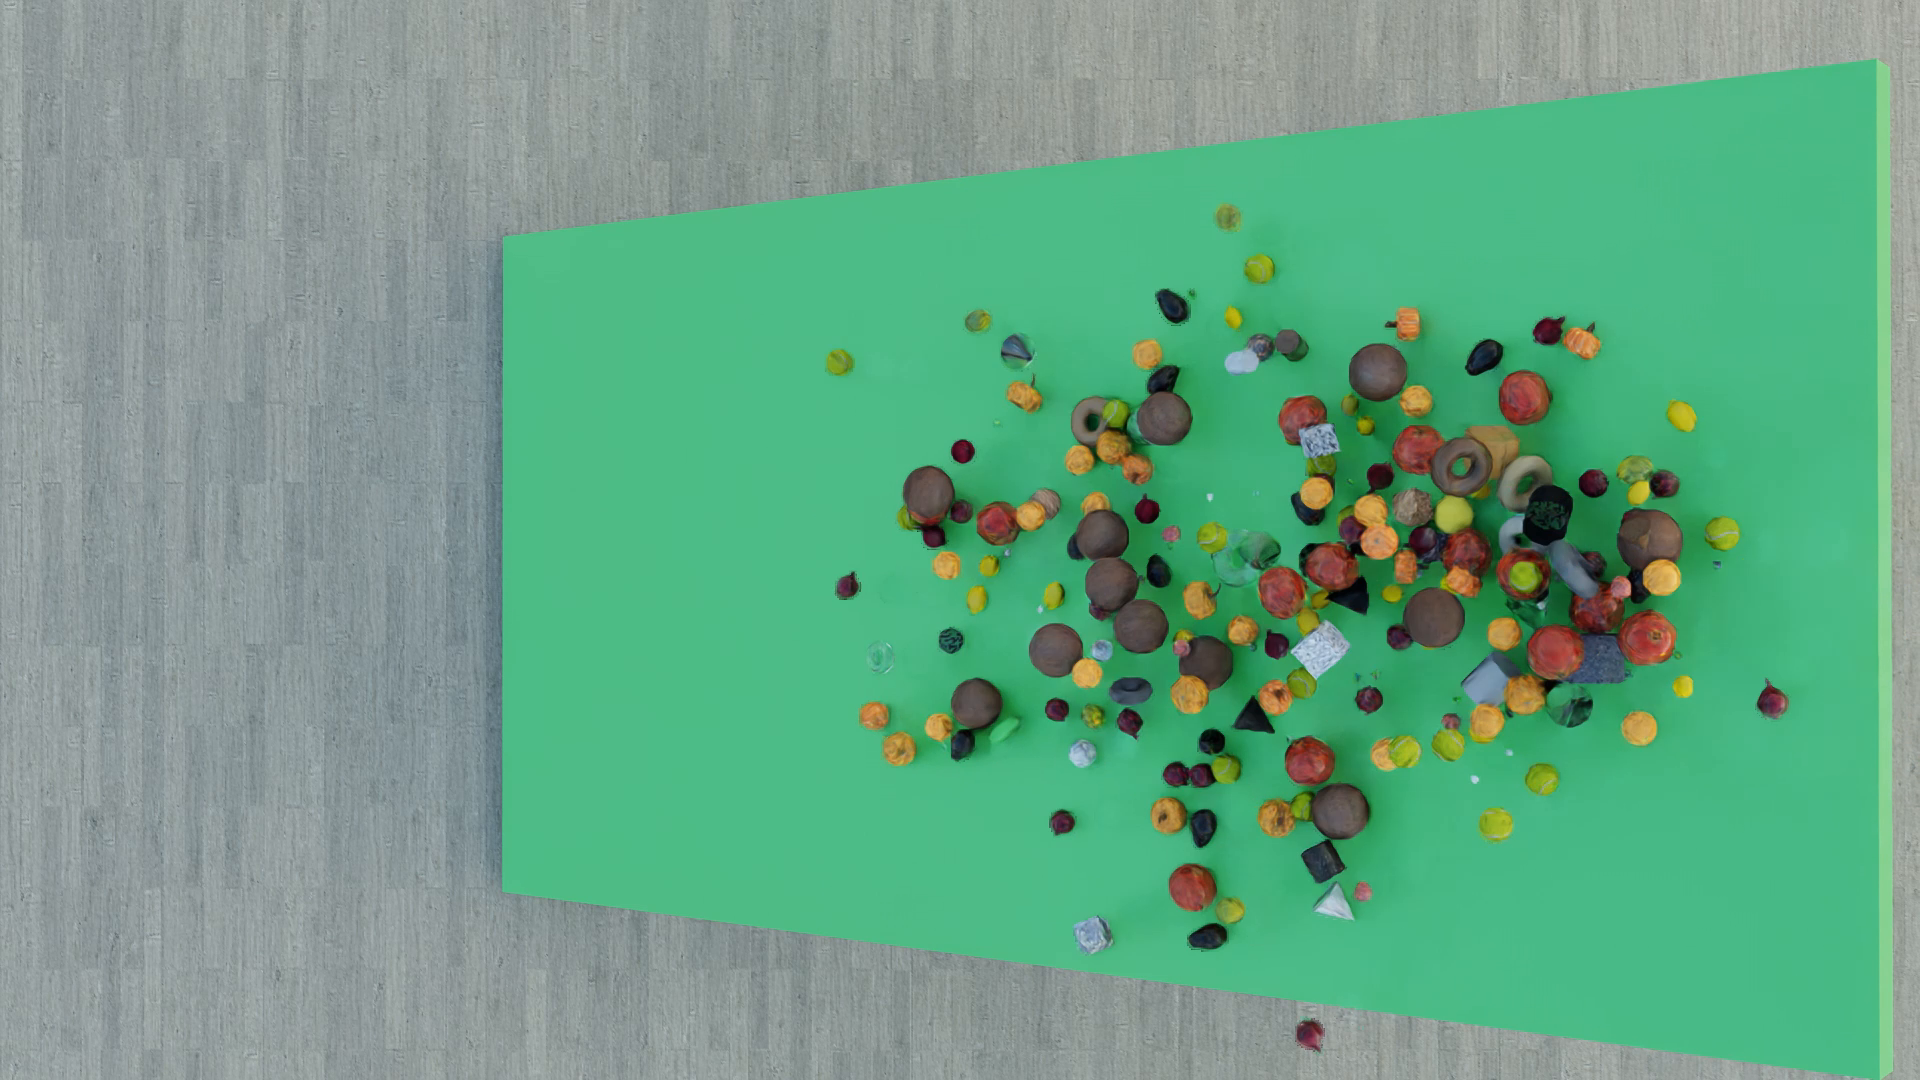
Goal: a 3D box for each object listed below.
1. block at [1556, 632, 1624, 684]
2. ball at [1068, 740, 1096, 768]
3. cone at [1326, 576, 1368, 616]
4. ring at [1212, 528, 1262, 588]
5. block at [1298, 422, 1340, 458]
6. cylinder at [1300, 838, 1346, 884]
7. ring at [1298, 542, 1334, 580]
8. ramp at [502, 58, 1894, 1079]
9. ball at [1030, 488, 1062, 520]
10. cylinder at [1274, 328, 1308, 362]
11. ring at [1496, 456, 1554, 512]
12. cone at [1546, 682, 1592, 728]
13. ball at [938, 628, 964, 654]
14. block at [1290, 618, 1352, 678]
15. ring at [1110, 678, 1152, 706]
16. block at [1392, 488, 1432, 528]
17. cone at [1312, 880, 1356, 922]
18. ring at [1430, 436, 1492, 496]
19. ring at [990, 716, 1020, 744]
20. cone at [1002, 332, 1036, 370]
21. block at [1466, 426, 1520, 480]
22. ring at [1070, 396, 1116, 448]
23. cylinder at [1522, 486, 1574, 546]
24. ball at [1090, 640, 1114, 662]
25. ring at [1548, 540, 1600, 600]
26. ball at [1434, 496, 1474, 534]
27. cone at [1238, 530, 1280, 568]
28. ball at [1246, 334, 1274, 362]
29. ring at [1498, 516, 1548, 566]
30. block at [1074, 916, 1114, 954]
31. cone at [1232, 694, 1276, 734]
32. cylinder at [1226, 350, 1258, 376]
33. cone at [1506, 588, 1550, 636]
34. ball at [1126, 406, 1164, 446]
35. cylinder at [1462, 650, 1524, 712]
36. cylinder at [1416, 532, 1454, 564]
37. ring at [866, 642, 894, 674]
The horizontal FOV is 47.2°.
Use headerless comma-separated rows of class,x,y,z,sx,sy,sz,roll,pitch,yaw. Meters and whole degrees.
block,1.318,0.247,4.595,0.100,0.100,0.100,0,90,44
ball,0.300,0.523,5.388,0.068,0.068,0.068,0,90,0
cone,0.859,0.127,4.923,0.090,0.090,0.090,-3,90,-2
ring,0.651,0.042,5.142,0.137,0.046,0.137,1,91,38
block,0.801,-0.222,4.904,0.064,0.064,0.064,-15,96,-6
cylinder,0.810,0.718,4.909,0.075,0.075,0.075,-29,84,0
ring,0.814,0.049,5.029,0.087,0.029,0.087,2,94,36
ramp,0.231,0.065,5.549,4.000,0.100,2.000,0,89,37
ball,0.210,-0.088,5.428,0.079,0.079,0.079,0,90,0
cylinder,0.760,-0.447,5.045,0.060,0.060,0.060,-8,72,27
ring,1.203,-0.119,4.681,0.130,0.043,0.130,-8,117,-17
cone,1.269,0.337,4.562,0.095,0.095,0.095,-2,80,9
ball,-0.024,0.258,5.638,0.065,0.065,0.065,0,90,0
block,0.786,0.236,4.782,0.081,0.081,0.081,49,120,4
ring,0.410,0.363,5.284,0.104,0.104,0.035,-6,115,0
block,0.983,-0.071,4.779,0.059,0.059,0.059,21,59,-38
cone,0.861,0.834,4.976,0.089,0.089,0.089,40,90,5
ring,1.059,-0.155,4.645,0.134,0.045,0.134,-3,112,-7
ring,0.113,0.475,5.511,0.094,0.094,0.031,-41,86,0
cone,0.163,-0.458,5.442,0.094,0.094,0.094,-7,110,-20
block,1.137,-0.188,4.714,0.087,0.087,0.087,-3,115,-8
ring,0.327,-0.290,5.391,0.127,0.042,0.127,-1,88,37
cylinder,1.230,-0.052,4.602,0.090,0.090,0.090,29,48,0
ball,0.347,0.270,5.363,0.056,0.056,0.056,0,90,0
ring,1.260,0.060,4.513,0.047,0.141,0.141,-39,90,21
ball,1.076,-0.055,4.795,0.087,0.087,0.087,0,90,0
cone,0.667,0.043,4.944,0.096,0.096,0.096,7,117,13
ball,0.695,-0.447,5.099,0.066,0.066,0.066,0,90,0
ring,1.207,0.001,4.711,0.113,0.038,0.113,16,120,31
block,0.325,0.956,5.323,0.065,0.065,0.065,-25,64,17
cone,0.695,0.424,5.105,0.093,0.093,0.093,34,90,6
cylinder,0.643,-0.405,5.018,0.053,0.053,0.053,5,82,-36
cone,1.230,0.166,4.705,0.096,0.096,0.096,-24,105,0
ball,0.444,-0.273,5.271,0.092,0.092,0.092,0,90,0
cylinder,1.148,0.305,4.735,0.094,0.094,0.094,40,116,0
cylinder,1.044,0.018,4.829,0.061,0.061,0.061,10,76,-42
ring,-0.211,0.311,5.800,0.088,0.029,0.088,-1,88,37
